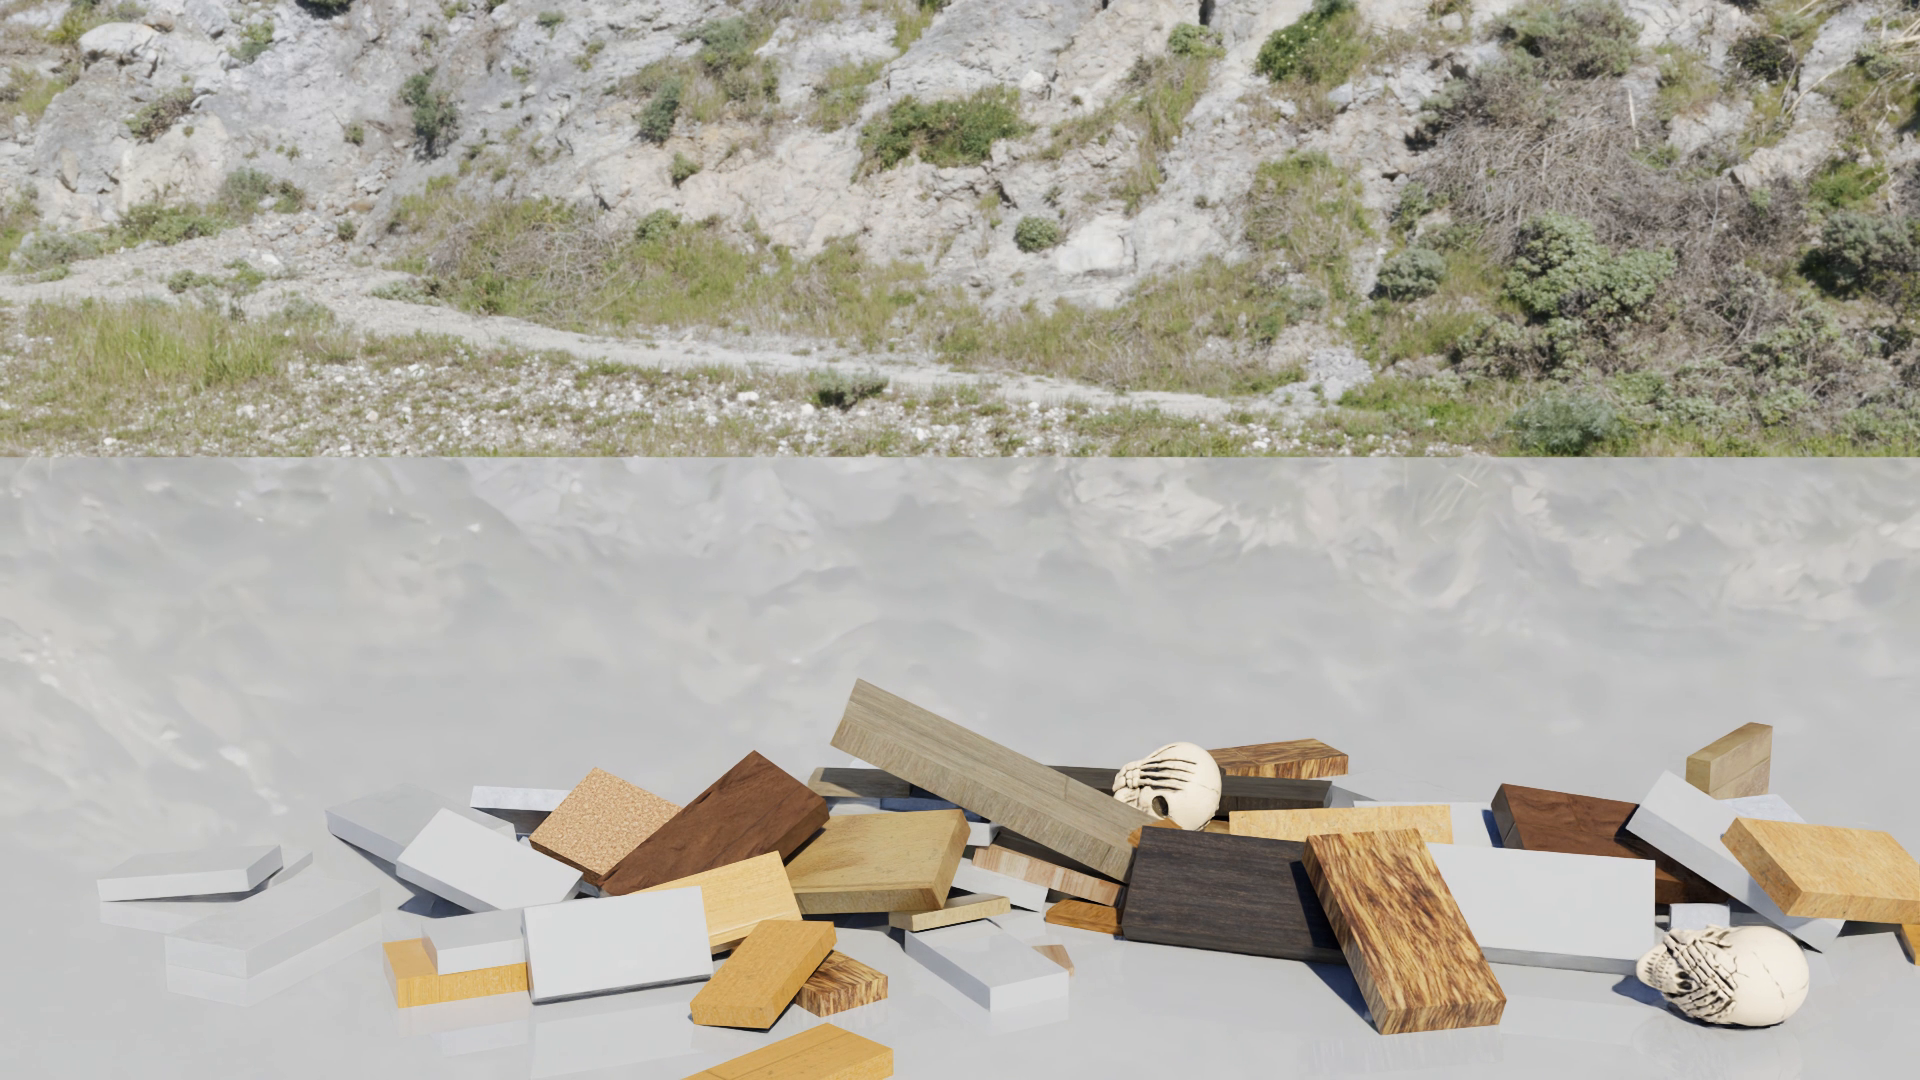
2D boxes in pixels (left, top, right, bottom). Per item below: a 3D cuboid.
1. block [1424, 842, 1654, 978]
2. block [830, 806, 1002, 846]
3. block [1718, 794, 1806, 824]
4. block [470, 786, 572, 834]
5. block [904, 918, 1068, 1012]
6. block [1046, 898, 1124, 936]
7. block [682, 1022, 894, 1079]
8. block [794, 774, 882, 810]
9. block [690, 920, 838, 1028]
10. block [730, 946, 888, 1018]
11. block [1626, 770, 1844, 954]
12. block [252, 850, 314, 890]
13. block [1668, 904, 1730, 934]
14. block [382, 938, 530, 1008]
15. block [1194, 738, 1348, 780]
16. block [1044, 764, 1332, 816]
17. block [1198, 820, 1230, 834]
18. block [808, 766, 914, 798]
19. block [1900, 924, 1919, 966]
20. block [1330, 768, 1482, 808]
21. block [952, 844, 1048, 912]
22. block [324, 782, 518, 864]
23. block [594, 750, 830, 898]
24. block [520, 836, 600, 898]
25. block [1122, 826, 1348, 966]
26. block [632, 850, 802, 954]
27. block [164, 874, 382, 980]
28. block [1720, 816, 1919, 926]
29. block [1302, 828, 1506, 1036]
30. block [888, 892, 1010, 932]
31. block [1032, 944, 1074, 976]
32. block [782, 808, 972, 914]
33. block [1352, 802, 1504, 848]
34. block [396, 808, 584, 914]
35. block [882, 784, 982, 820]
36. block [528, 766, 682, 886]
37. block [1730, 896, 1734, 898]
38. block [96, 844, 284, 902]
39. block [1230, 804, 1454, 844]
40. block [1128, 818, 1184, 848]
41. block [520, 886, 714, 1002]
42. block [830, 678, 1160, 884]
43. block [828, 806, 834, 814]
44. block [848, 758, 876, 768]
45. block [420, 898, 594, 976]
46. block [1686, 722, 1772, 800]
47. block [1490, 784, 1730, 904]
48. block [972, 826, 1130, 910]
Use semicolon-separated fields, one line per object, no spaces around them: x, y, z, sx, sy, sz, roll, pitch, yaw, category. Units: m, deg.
0.839;0.564;3.393;0.442;0.049;0.173;3;53;15;block
-0.070;0.461;3.662;0.269;0.038;0.135;3;11;12;block
1.174;0.515;3.732;0.524;0.044;0.154;-5;23;-7;block
-0.700;0.476;3.835;0.272;0.039;0.136;2;-26;9;block
0.037;0.636;3.316;0.133;0.038;0.265;-6;12;-28;block
0.212;0.606;3.532;0.133;0.019;0.067;5;12;27;block
-0.228;0.712;2.912;0.131;0.037;0.262;10;14;43;block
-0.206;0.423;3.696;0.168;0.024;0.084;2;11;12;block
-0.284;0.630;3.207;0.120;0.034;0.239;-2;20;23;block
-0.227;0.645;3.280;0.120;0.034;0.239;-8;13;-37;block
1.251;0.509;3.518;0.346;0.049;0.173;33;29;19;block
-1.174;0.563;3.758;0.074;0.021;0.148;2;11;9;block
1.171;0.600;3.486;0.093;0.046;0.013;0;11;-2;block
-0.698;0.633;3.313;0.315;0.045;0.157;-4;11;-21;block
0.616;0.442;4.361;0.272;0.039;0.136;-4;11;-21;block
0.325;0.471;4.148;0.734;0.039;0.136;1;10;16;block
0.483;0.524;3.988;0.093;0.013;0.046;4;11;21;block
-0.163;0.404;3.666;0.168;0.024;0.084;1;11;5;block
1.504;0.629;3.407;0.066;0.019;0.132;3;11;14;block
0.836;0.493;4.072;0.154;0.044;0.309;-7;13;-34;block
0.015;0.539;3.647;0.269;0.038;0.135;16;12;2;block
-0.938;0.499;3.802;0.157;0.045;0.529;-17;11;-31;block
-0.391;0.493;3.498;0.171;0.049;0.343;30;56;34;block
-0.654;0.547;3.660;0.184;0.026;0.092;18;10;-1;block
0.447;0.554;3.433;0.358;0.051;0.179;3;53;18;block
-0.375;0.568;3.370;0.239;0.120;0.034;-14;-29;-17;block
-1.078;0.605;3.466;0.157;0.045;0.315;5;11;23;block
1.394;0.527;3.488;0.346;0.049;0.173;8;30;-27;block
0.648;0.570;3.241;0.179;0.051;0.358;-2;35;-12;block
-0.017;0.584;3.454;0.172;0.024;0.086;-6;0;-28;block
0.141;0.642;3.352;0.049;0.014;0.098;-1;11;-8;block
-0.190;0.519;3.532;0.390;0.049;0.171;-6;36;24;block
0.835;0.512;3.630;0.354;0.050;0.177;0;36;2;block
-0.749;0.532;3.507;0.262;0.037;0.131;23;41;11;block
-0.034;0.431;3.656;0.174;0.024;0.084;4;11;21;block
-0.515;0.504;3.582;0.343;0.049;0.171;20;51;28;block
1.281;0.574;3.687;0.564;0.024;0.085;2;11;11;block
-1.284;0.556;3.673;0.262;0.037;0.131;-5;9;8;block
0.615;0.521;3.541;0.354;0.050;0.177;-3;51;9;block
0.335;0.496;3.627;0.067;0.019;0.133;35;21;25;block
-0.508;0.598;3.260;0.266;0.133;0.038;-4;-19;-21;block
0.103;0.419;3.631;0.651;0.051;0.179;25;19;-3;block
-0.112;0.510;3.775;0.275;0.039;0.137;25;21;26;block
-0.107;0.473;4.019;0.274;0.039;0.137;7;42;34;block
-0.663;0.593;3.304;0.266;0.038;0.133;-5;11;-23;block
1.410;0.443;4.036;0.044;0.154;0.309;9;14;39;block
1.057;0.499;3.575;0.354;0.050;0.177;9;36;-10;block
0.159;0.538;3.651;0.269;0.038;0.135;16;12;2;block
